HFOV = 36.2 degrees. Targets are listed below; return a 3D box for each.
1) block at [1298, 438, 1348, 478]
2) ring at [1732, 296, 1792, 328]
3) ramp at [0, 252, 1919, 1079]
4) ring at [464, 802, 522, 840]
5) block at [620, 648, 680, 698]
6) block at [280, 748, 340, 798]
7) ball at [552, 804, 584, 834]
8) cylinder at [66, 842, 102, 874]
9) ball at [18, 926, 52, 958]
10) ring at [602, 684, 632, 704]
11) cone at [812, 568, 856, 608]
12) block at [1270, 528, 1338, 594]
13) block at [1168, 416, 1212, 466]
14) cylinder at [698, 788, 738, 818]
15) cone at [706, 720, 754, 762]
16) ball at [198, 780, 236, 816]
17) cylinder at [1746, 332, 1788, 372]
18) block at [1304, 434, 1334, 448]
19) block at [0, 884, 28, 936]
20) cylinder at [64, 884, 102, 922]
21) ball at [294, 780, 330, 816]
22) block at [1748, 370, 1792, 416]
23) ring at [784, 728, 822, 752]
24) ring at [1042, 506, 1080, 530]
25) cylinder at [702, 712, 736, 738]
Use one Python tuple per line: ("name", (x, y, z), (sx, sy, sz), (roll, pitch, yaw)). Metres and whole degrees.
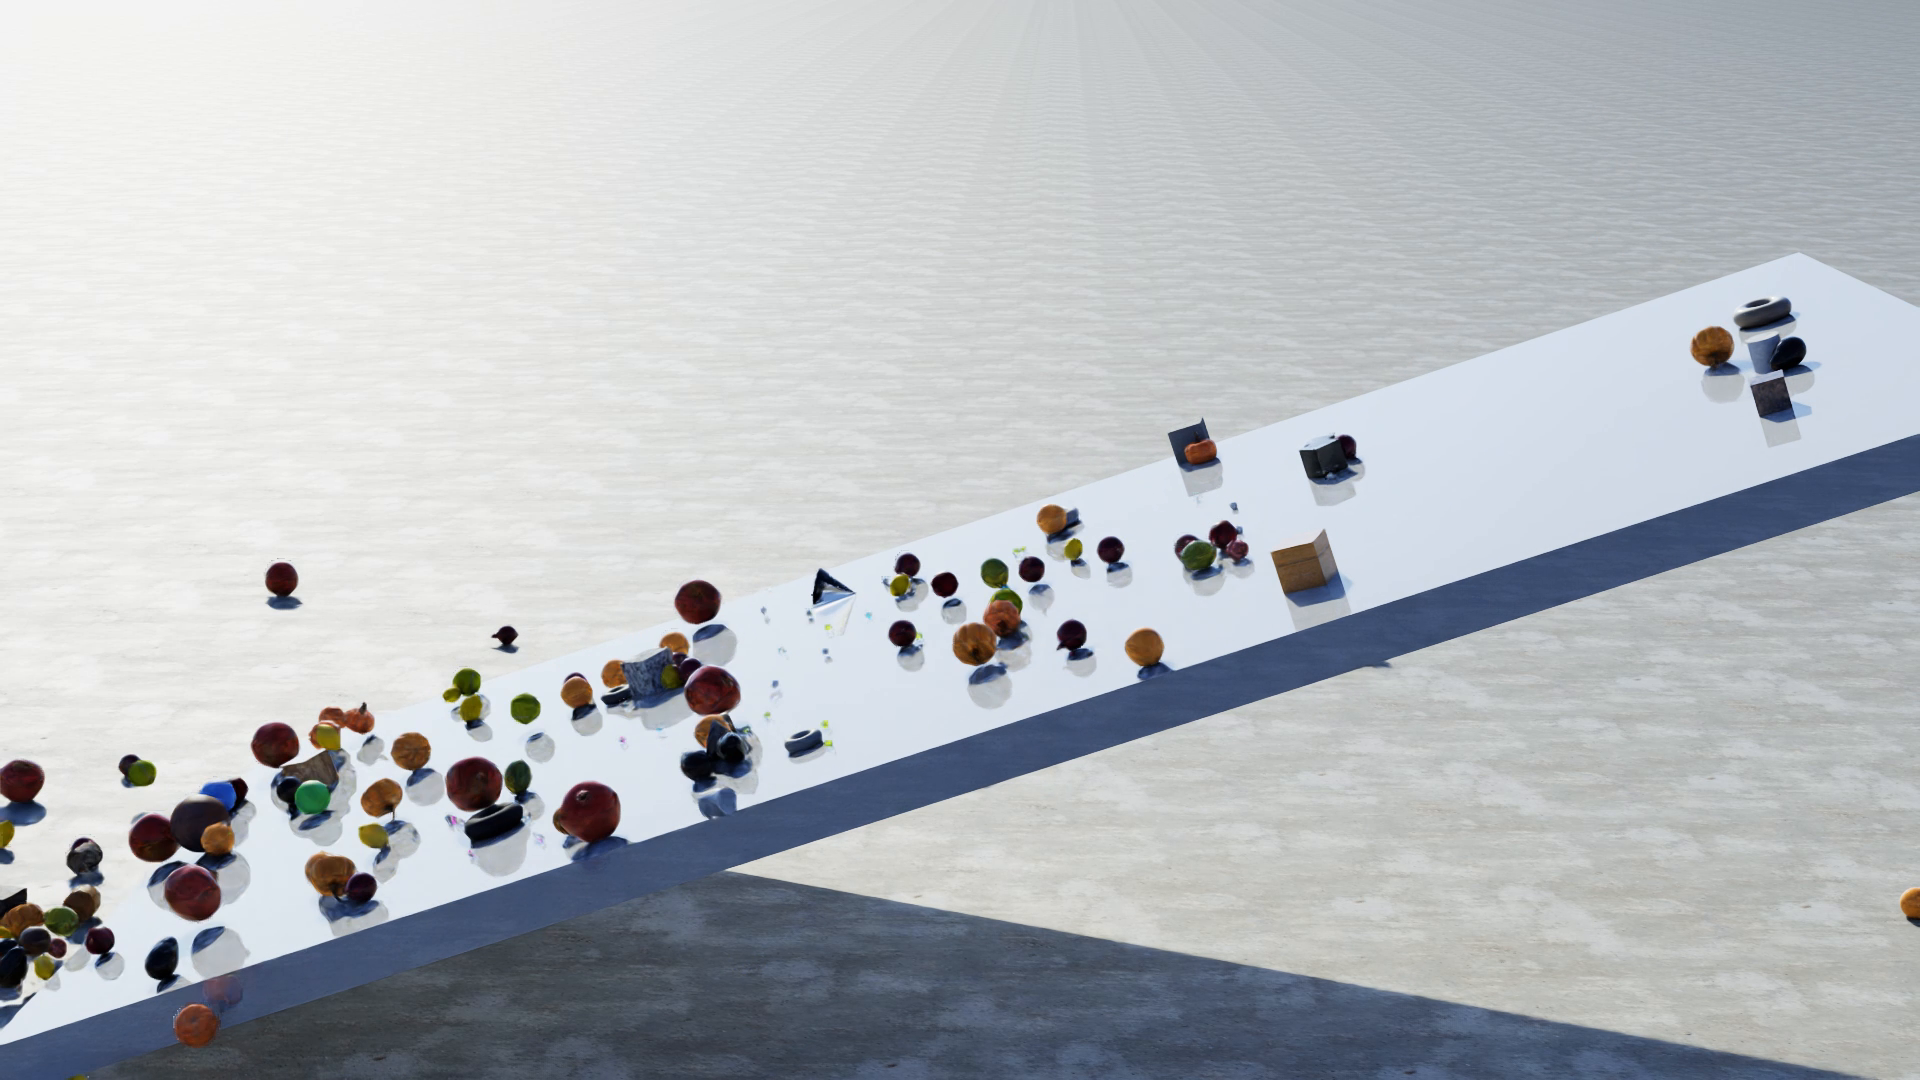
("block", (0.797, -0.179, 6.452), (0.066, 0.066, 0.066), (-24, 12, -25))
("ring", (1.761, -0.502, 6.457), (0.130, 0.043, 0.130), (-17, 11, 4))
("ramp", (0.107, 0.180, 6.305), (4.000, 0.100, 2.000), (-18, 11, 6))
("ring", (-0.926, 0.557, 5.840), (0.122, 0.041, 0.122), (-20, 10, 4))
("block", (-0.696, 0.298, 6.619), (0.083, 0.083, 0.083), (-8, 15, 45))
("block", (-1.507, 0.540, 6.821), (0.080, 0.080, 0.080), (-11, 13, 36))
("ball", (-0.747, 0.532, 5.606), (0.059, 0.059, 0.059), (0, 12, 0))
("cylinder", (-2.035, 0.739, 6.836), (0.059, 0.059, 0.059), (4, 12, 19))
("ball", (-1.932, 0.839, 6.143), (0.065, 0.065, 0.065), (0, 12, 0))
("ring", (-0.773, 0.349, 6.649), (0.078, 0.026, 0.078), (-17, 11, 4))
("cone", (-0.289, 0.119, 6.909), (0.096, 0.096, 0.096), (9, 13, 6))
("block", (0.651, 0.040, 5.561), (0.087, 0.087, 0.087), (-14, 12, 25))
("block", (0.558, -0.241, 7.128), (0.083, 0.083, 0.083), (-17, 11, 12))
("cylinder", (-0.441, 0.478, 5.353), (0.050, 0.050, 0.050), (-14, 0, 41))
("cone", (-0.447, 0.402, 5.785), (0.088, 0.088, 0.088), (9, 13, 4))
("ball", (-1.741, 0.603, 6.896), (0.085, 0.085, 0.085), (0, 12, 0))
("cylinder", (1.647, -0.384, 6.003), (0.066, 0.066, 0.066), (-18, 11, 4))
("block", (0.807, -0.198, 6.558), (0.055, 0.055, 0.055), (-12, 13, 32))
("block", (-2.108, 0.813, 6.456), (0.085, 0.085, 0.085), (3, 13, 16))
("cylinder", (-1.943, 0.804, 6.513), (0.070, 0.070, 0.070), (-1, 6, -6))
("ball", (-1.441, 0.573, 6.545), (0.078, 0.078, 0.078), (0, 12, 0))
("block", (1.559, -0.282, 5.657), (0.064, 0.064, 0.064), (-16, 11, 17))
("ring", (-0.301, 0.385, 5.655), (0.077, 0.026, 0.077), (-18, 12, 4))
("ring", (0.235, -0.052, 6.886), (0.095, 0.032, 0.095), (-19, 12, 4))
("cylinder", (-0.486, 0.379, 5.933), (0.052, 0.052, 0.052), (-22, 18, -15))
